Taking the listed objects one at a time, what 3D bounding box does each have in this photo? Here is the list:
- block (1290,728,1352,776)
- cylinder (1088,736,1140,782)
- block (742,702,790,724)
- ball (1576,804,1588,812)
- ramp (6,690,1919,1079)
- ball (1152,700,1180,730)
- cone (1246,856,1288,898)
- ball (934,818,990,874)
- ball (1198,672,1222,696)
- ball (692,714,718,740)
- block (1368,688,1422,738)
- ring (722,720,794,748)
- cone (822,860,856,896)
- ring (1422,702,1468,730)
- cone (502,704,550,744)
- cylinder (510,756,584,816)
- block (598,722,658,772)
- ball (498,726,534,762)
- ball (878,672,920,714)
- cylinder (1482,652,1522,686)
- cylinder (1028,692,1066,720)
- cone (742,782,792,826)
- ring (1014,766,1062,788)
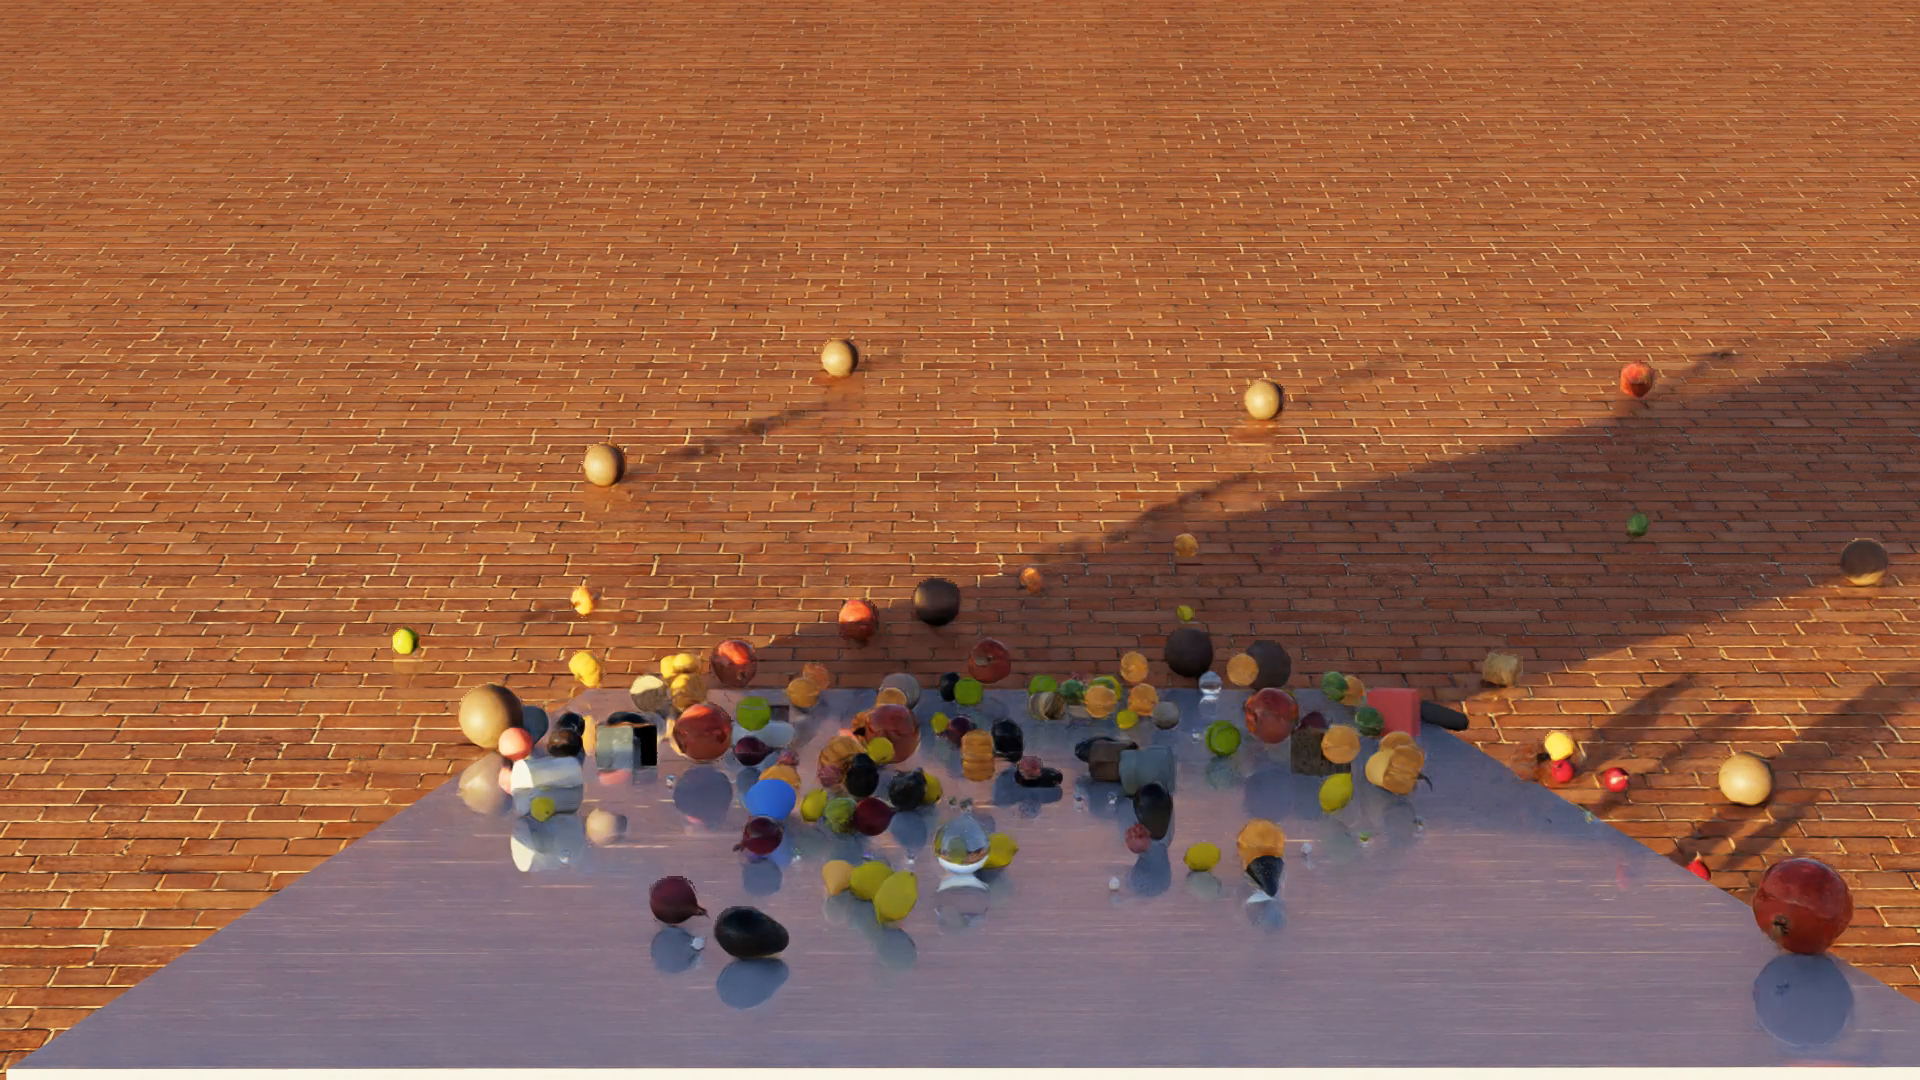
[{"bbox_3d":[0.679,0.399,4.853,0.080,0.080,0.080,-2,2,-38],"label":"block"},{"bbox_3d":[0.285,0.407,4.746,0.073,0.073,0.073,15,28,25],"label":"cylinder"},{"bbox_3d":[-0.410,0.384,5.442,0.071,0.071,0.071,-1,2,-35],"label":"block"},{"bbox_3d":[1.464,0.651,6.100,0.052,0.052,0.052,0,24,0],"label":"ball"},{"bbox_3d":[0.055,0.501,4.547,2.000,0.100,4.000,0,2,0],"label":"ramp"},{"bbox_3d":[0.448,0.381,5.609,0.062,0.062,0.062,0,24,0],"label":"ball"},{"bbox_3d":[0.424,0.474,3.529,0.059,0.059,0.059,-1,29,-2],"label":"cone"},{"bbox_3d":[0.003,0.440,3.704,0.081,0.081,0.081,0,24,0],"label":"ball"},{"bbox_3d":[0.620,0.356,6.381,0.058,0.058,0.058,0,24,0],"label":"ball"},{"bbox_3d":[-0.537,0.392,5.427,0.054,0.054,0.054,0,24,0],"label":"ball"},{"bbox_3d":[0.931,0.369,5.519,0.094,0.094,0.094,1,2,23],"label":"block"},{"bbox_3d":[-0.415,0.400,5.304,0.149,0.050,0.149,-1,3,0],"label":"ring"},{"bbox_3d":[-0.172,0.475,3.543,0.050,0.050,0.050,4,29,10],"label":"cone"},{"bbox_3d":[1.083,0.396,5.785,0.121,0.040,0.121,18,2,-1],"label":"ring"},{"bbox_3d":[-0.885,0.403,5.281,0.095,0.095,0.095,-6,30,-12],"label":"cone"},{"bbox_3d":[-0.692,0.412,4.319,0.092,0.092,0.092,-1,21,-32],"label":"cylinder"},{"bbox_3d":[-0.637,0.396,4.943,0.082,0.082,0.082,1,2,28],"label":"block"},{"bbox_3d":[-0.870,0.400,5.049,0.067,0.067,0.067,0,24,0],"label":"ball"},{"bbox_3d":[-0.139,0.353,5.939,0.096,0.096,0.096,0,24,0],"label":"ball"},{"bbox_3d":[1.419,0.338,6.739,0.079,0.079,0.079,12,27,25],"label":"cylinder"},{"bbox_3d":[0.197,0.373,5.807,0.063,0.063,0.063,-16,9,-31],"label":"cylinder"},{"bbox_3d":[-0.304,0.445,4.181,0.083,0.083,0.083,-7,14,-15],"label":"cone"},{"bbox_3d":[0.143,0.431,4.683,0.089,0.030,0.089,1,3,0],"label":"ring"}]
